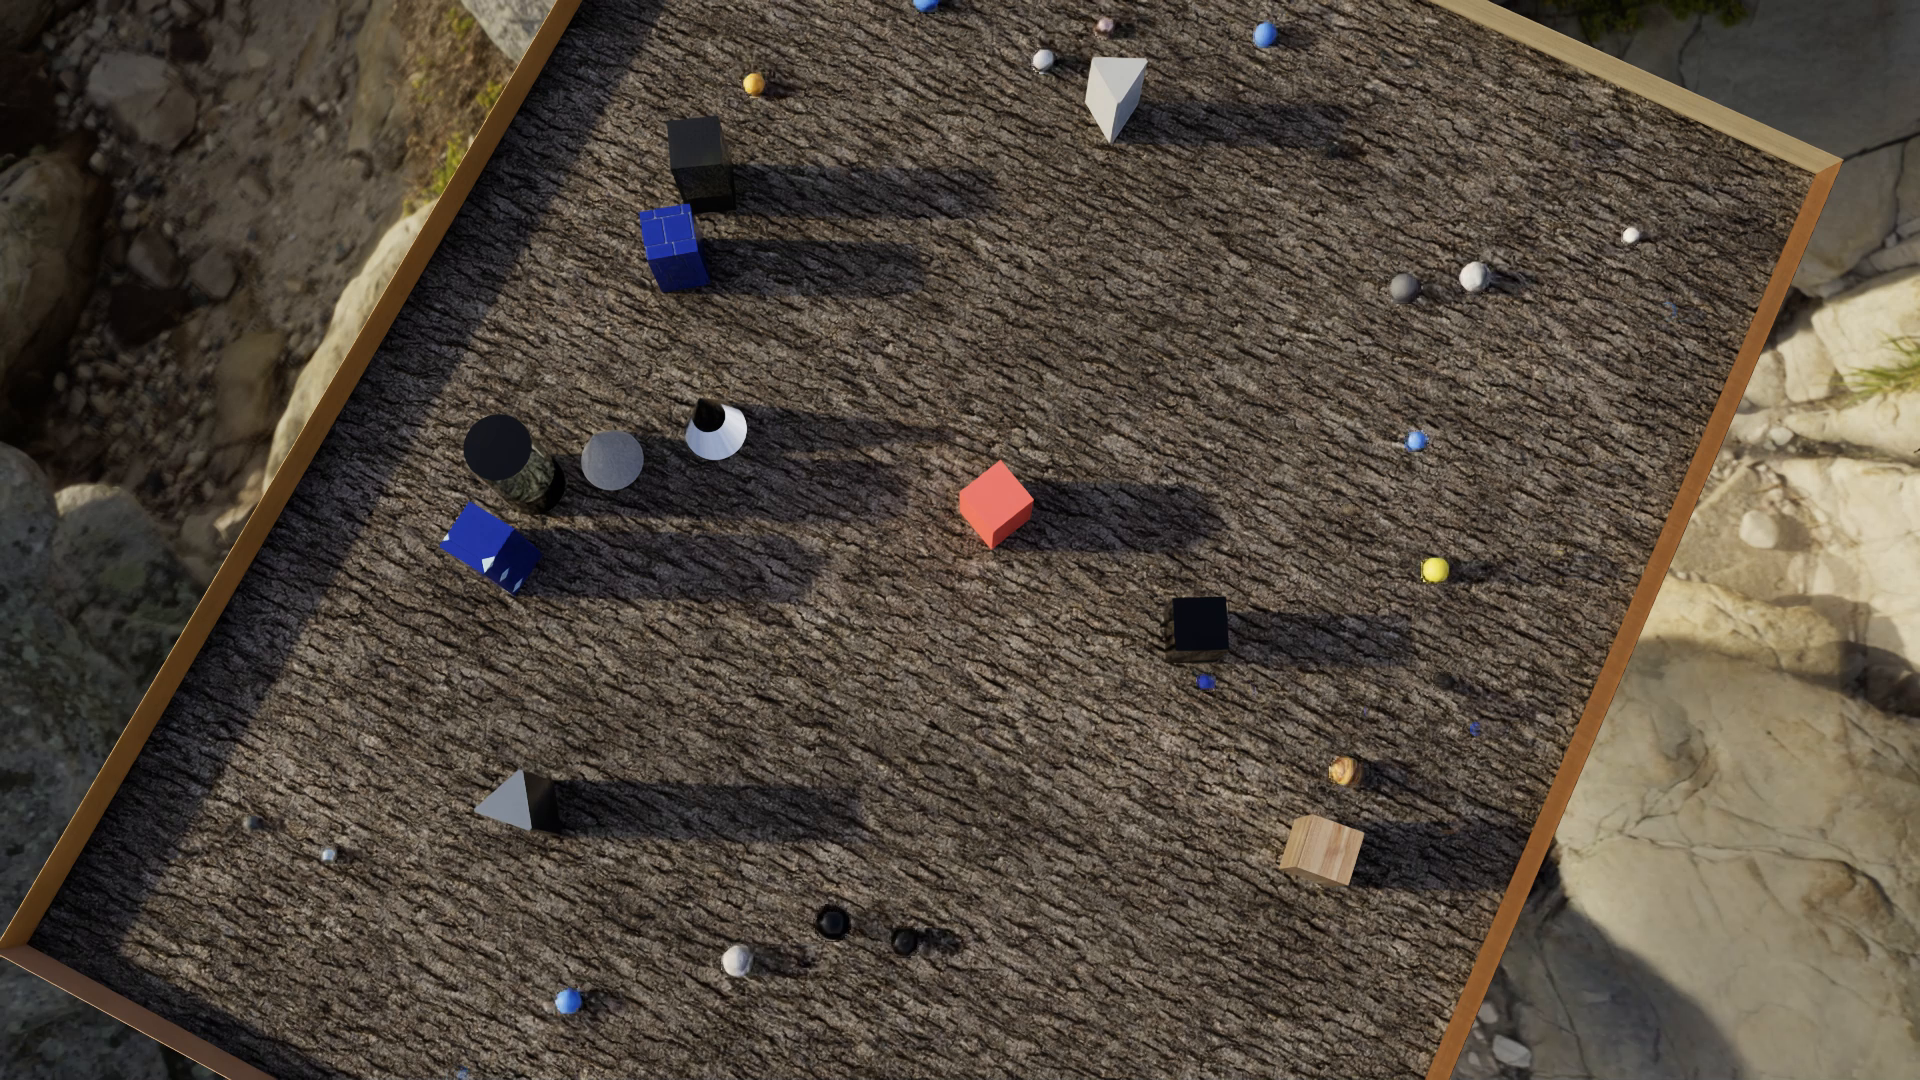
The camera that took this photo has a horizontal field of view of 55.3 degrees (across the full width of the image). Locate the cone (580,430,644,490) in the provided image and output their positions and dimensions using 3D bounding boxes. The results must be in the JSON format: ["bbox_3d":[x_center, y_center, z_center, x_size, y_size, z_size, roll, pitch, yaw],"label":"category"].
[{"bbox_3d":[-1.075,-0.278,5.521,0.194,0.300,0.194,0,78,0],"label":"cone"}]

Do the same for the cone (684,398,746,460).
[{"bbox_3d":[-0.759,-0.379,5.512,0.194,0.358,0.194,0,78,0],"label":"cone"}]

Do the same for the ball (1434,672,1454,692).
[{"bbox_3d":[1.453,0.426,5.500,0.056,0.056,0.056,0,78,0],"label":"ball"}]

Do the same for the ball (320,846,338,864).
[{"bbox_3d":[-1.858,0.928,5.399,0.050,0.050,0.050,0,78,0],"label":"ball"}]

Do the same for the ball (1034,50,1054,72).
[{"bbox_3d":[0.270,-1.545,5.901,0.068,0.068,0.068,0,78,0],"label":"ball"}]

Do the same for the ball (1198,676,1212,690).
[{"bbox_3d":[0.738,0.429,5.506,0.043,0.043,0.043,0,78,0],"label":"ball"}]

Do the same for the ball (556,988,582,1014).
[{"bbox_3d":[-1.132,1.335,5.303,0.073,0.073,0.073,0,78,0],"label":"ball"}]

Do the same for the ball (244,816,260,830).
[{"bbox_3d":[-2.096,0.838,5.421,0.042,0.042,0.042,0,78,0],"label":"ball"}]

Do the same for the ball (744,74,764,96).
[{"bbox_3d":[-0.662,-1.464,5.885,0.068,0.068,0.068,0,78,0],"label":"ball"}]

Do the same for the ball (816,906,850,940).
[{"bbox_3d":[-0.371,1.114,5.336,0.097,0.097,0.097,0,78,0],"label":"ball"}]

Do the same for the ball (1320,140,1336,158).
[{"bbox_3d":[1.174,-1.246,5.847,0.054,0.054,0.054,0,78,0],"label":"ball"}]

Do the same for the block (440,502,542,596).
[{"bbox_3d":[-1.381,0.031,5.419,0.155,0.374,0.155,31,80,6],"label":"block"}]

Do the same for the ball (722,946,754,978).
[{"bbox_3d":[-0.644,1.222,5.318,0.090,0.090,0.090,0,78,0],"label":"ball"}]

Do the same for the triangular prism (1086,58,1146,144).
[{"bbox_3d":[0.467,-1.409,5.756,0.146,0.299,0.168,31,80,6],"label":"triangular prism"}]

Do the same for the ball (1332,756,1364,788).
[{"bbox_3d":[1.147,0.687,5.428,0.092,0.092,0.092,0,78,0],"label":"ball"}]

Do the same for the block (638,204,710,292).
[{"bbox_3d":[-0.877,-0.897,5.653,0.155,0.293,0.155,-11,79,-2],"label":"block"}]

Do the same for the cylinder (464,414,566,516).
[{"bbox_3d":[-1.314,-0.218,5.429,0.194,0.455,0.194,0,78,0],"label":"cylinder"}]

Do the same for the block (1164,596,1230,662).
[{"bbox_3d":[0.697,0.268,5.430,0.155,0.256,0.155,-2,78,0],"label":"block"}]

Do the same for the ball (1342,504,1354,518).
[{"bbox_3d":[1.189,-0.088,5.614,0.040,0.040,0.040,0,78,0],"label":"ball"}]

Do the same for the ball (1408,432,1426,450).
[{"bbox_3d":[1.408,-0.305,5.651,0.057,0.057,0.057,0,78,0],"label":"ball"}]

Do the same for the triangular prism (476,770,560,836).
[{"bbox_3d":[-1.241,0.745,5.263,0.168,0.390,0.146,18,79,4],"label":"triangular prism"}]

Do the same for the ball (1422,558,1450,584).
[{"bbox_3d":[1.444,0.091,5.557,0.079,0.079,0.079,0,78,0],"label":"ball"}]

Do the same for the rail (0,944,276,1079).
[{"bbox_3d":[-1.027,2.017,5.134,3.869,0.126,0.045,26,80,5],"label":"rail"}]

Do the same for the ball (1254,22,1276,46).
[{"bbox_3d":[0.987,-1.634,5.918,0.073,0.073,0.073,0,78,0],"label":"ball"}]

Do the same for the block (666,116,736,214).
[{"bbox_3d":[-0.796,-1.156,5.672,0.155,0.360,0.155,-6,78,-1],"label":"block"}]

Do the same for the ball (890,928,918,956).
[{"bbox_3d":[-0.162,1.169,5.333,0.081,0.081,0.081,0,78,0],"label":"ball"}]

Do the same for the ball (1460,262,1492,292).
[{"bbox_3d":[1.614,-0.824,5.739,0.095,0.095,0.095,0,78,0],"label":"ball"}]

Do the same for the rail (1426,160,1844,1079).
[{"bbox_3d":[1.709,0.843,5.377,0.045,0.126,4.639,26,80,5],"label":"rail"}]

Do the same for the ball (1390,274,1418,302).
[{"bbox_3d":[1.389,-0.790,5.734,0.090,0.090,0.090,0,78,0],"label":"ball"}]

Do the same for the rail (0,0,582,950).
[{"bbox_3d":[-1.709,-0.830,5.723,0.045,0.126,4.639,26,80,5],"label":"rail"}]

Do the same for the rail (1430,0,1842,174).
[{"bbox_3d":[1.027,-2.004,5.966,3.869,0.126,0.045,26,80,5],"label":"rail"}]

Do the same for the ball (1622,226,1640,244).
[{"bbox_3d":[2.122,-0.963,5.789,0.052,0.052,0.052,0,78,0],"label":"ball"}]

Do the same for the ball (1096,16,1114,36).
[{"bbox_3d":[0.469,-1.661,5.928,0.063,0.063,0.063,0,78,0],"label":"ball"}]

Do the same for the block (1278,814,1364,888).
[{"bbox_3d":[1.041,0.899,5.288,0.155,0.279,0.155,19,79,4],"label":"block"}]

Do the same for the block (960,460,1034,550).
[{"bbox_3d":[0.108,-0.103,5.506,0.155,0.258,0.155,-38,81,-7],"label":"block"}]

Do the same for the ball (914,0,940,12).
[{"bbox_3d":[-0.109,-1.752,5.936,0.085,0.085,0.085,0,78,0],"label":"ball"}]
